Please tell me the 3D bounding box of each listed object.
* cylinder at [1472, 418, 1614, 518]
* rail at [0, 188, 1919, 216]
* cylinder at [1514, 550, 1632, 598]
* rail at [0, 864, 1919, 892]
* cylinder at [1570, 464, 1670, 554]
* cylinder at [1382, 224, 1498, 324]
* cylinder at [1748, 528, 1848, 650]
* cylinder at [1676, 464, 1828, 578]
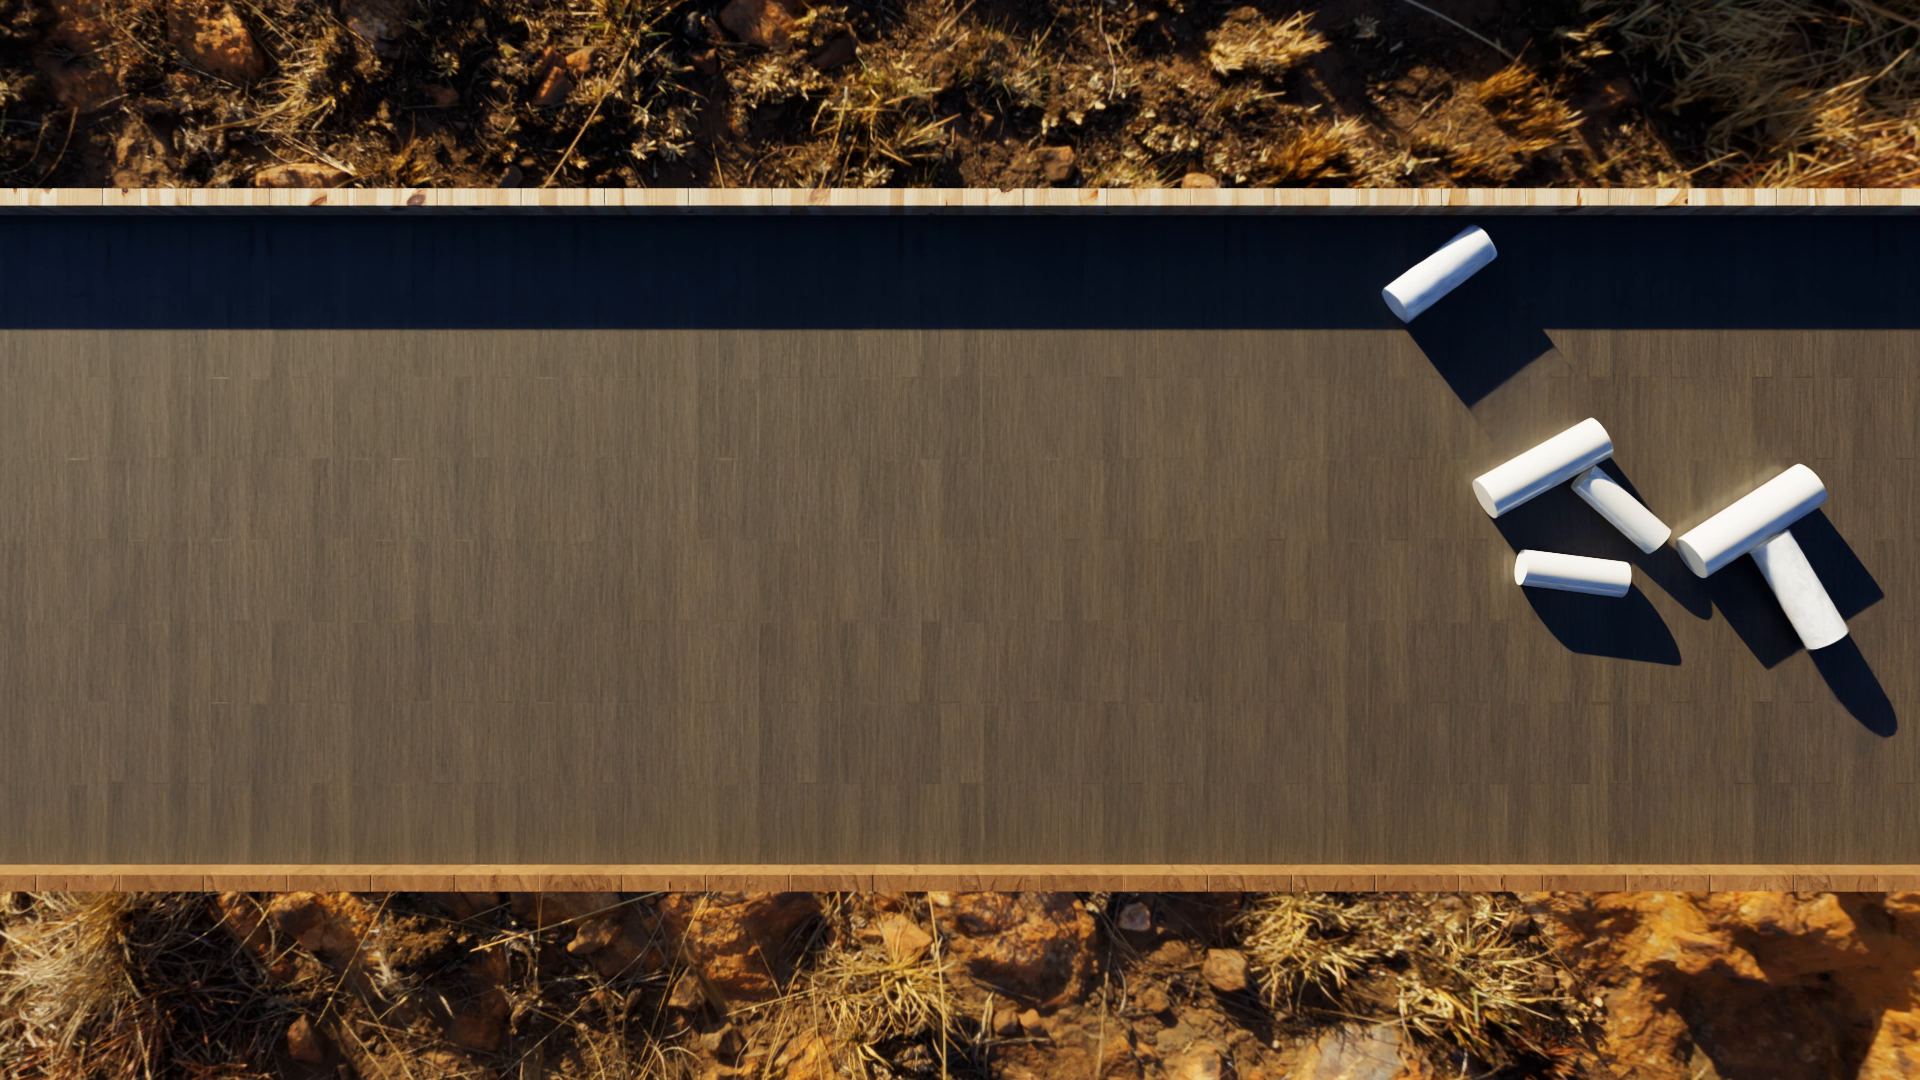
[{"bbox_3d":[1.769,-0.218,5.010,0.397,0.133,0.133,-28,90,0],"label":"cylinder"},{"bbox_3d":[-2.247,-1.025,5.002,12.000,0.150,0.050,0,90,0],"label":"rail"},{"bbox_3d":[1.865,0.102,5.022,0.314,0.109,0.109,7,90,0],"label":"cylinder"},{"bbox_3d":[-2.247,1.025,5.001,12.000,0.150,0.050,0,90,0],"label":"rail"},{"bbox_3d":[2.013,-0.094,5.026,0.302,0.100,0.100,41,90,0],"label":"cylinder"},{"bbox_3d":[1.457,-0.809,5.013,0.330,0.128,0.128,-37,90,0],"label":"cylinder"},{"bbox_3d":[2.545,0.148,5.012,0.130,0.130,0.354,-31,90,0],"label":"cylinder"},{"bbox_3d":[2.400,-0.057,5.006,0.425,0.143,0.143,-32,90,0],"label":"cylinder"}]
